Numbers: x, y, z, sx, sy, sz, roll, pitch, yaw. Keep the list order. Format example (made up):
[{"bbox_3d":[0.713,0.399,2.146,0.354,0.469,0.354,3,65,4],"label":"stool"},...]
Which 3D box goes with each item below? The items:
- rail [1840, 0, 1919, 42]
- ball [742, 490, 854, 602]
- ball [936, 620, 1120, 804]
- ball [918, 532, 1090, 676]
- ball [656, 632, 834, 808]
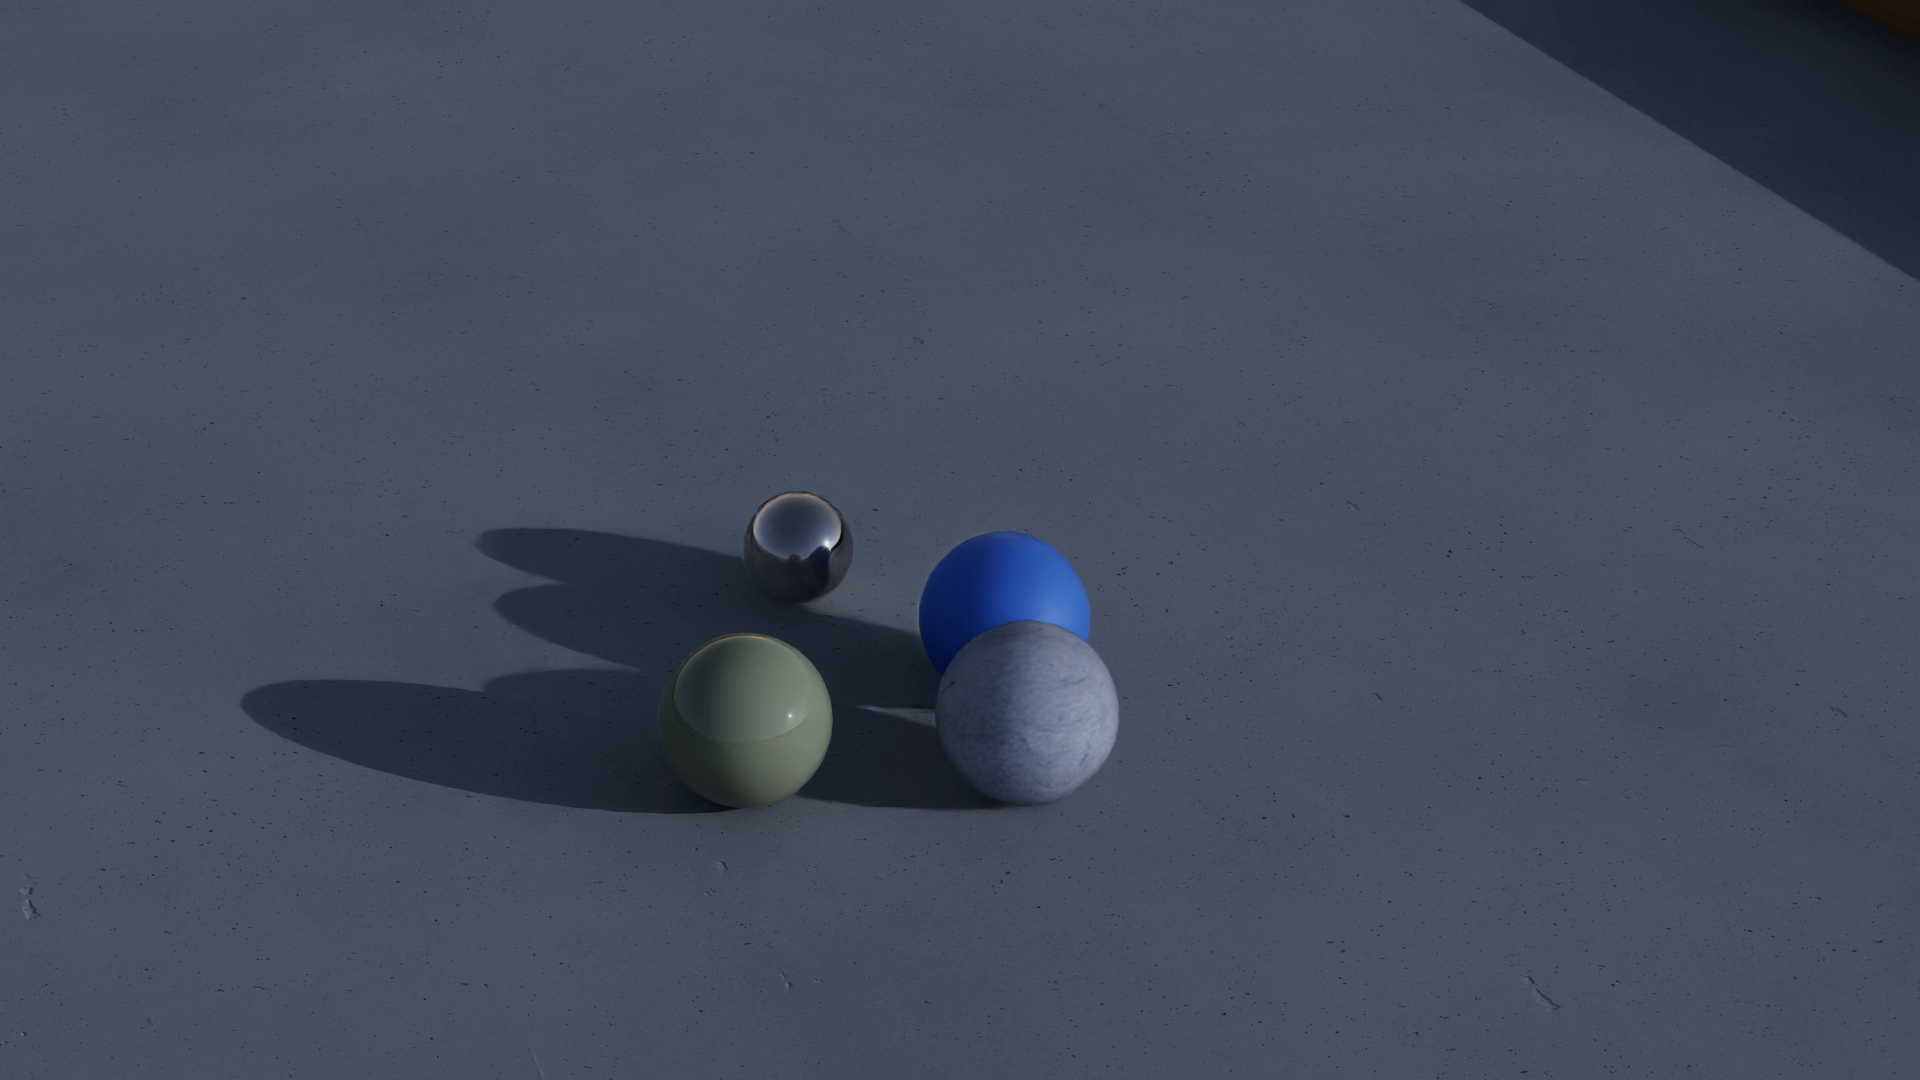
[{"bbox_3d":[0.643,-0.716,2.950,0.045,0.128,4.288,-11,32,-19],"label":"rail"},{"bbox_3d":[-0.096,0.004,1.752,0.066,0.066,0.066,0,30,0],"label":"ball"},{"bbox_3d":[0.036,0.092,1.566,0.098,0.098,0.098,0,30,0],"label":"ball"},{"bbox_3d":[0.025,0.043,1.653,0.097,0.097,0.097,0,30,0],"label":"ball"},{"bbox_3d":[-0.114,0.096,1.564,0.094,0.094,0.094,0,30,0],"label":"ball"}]
